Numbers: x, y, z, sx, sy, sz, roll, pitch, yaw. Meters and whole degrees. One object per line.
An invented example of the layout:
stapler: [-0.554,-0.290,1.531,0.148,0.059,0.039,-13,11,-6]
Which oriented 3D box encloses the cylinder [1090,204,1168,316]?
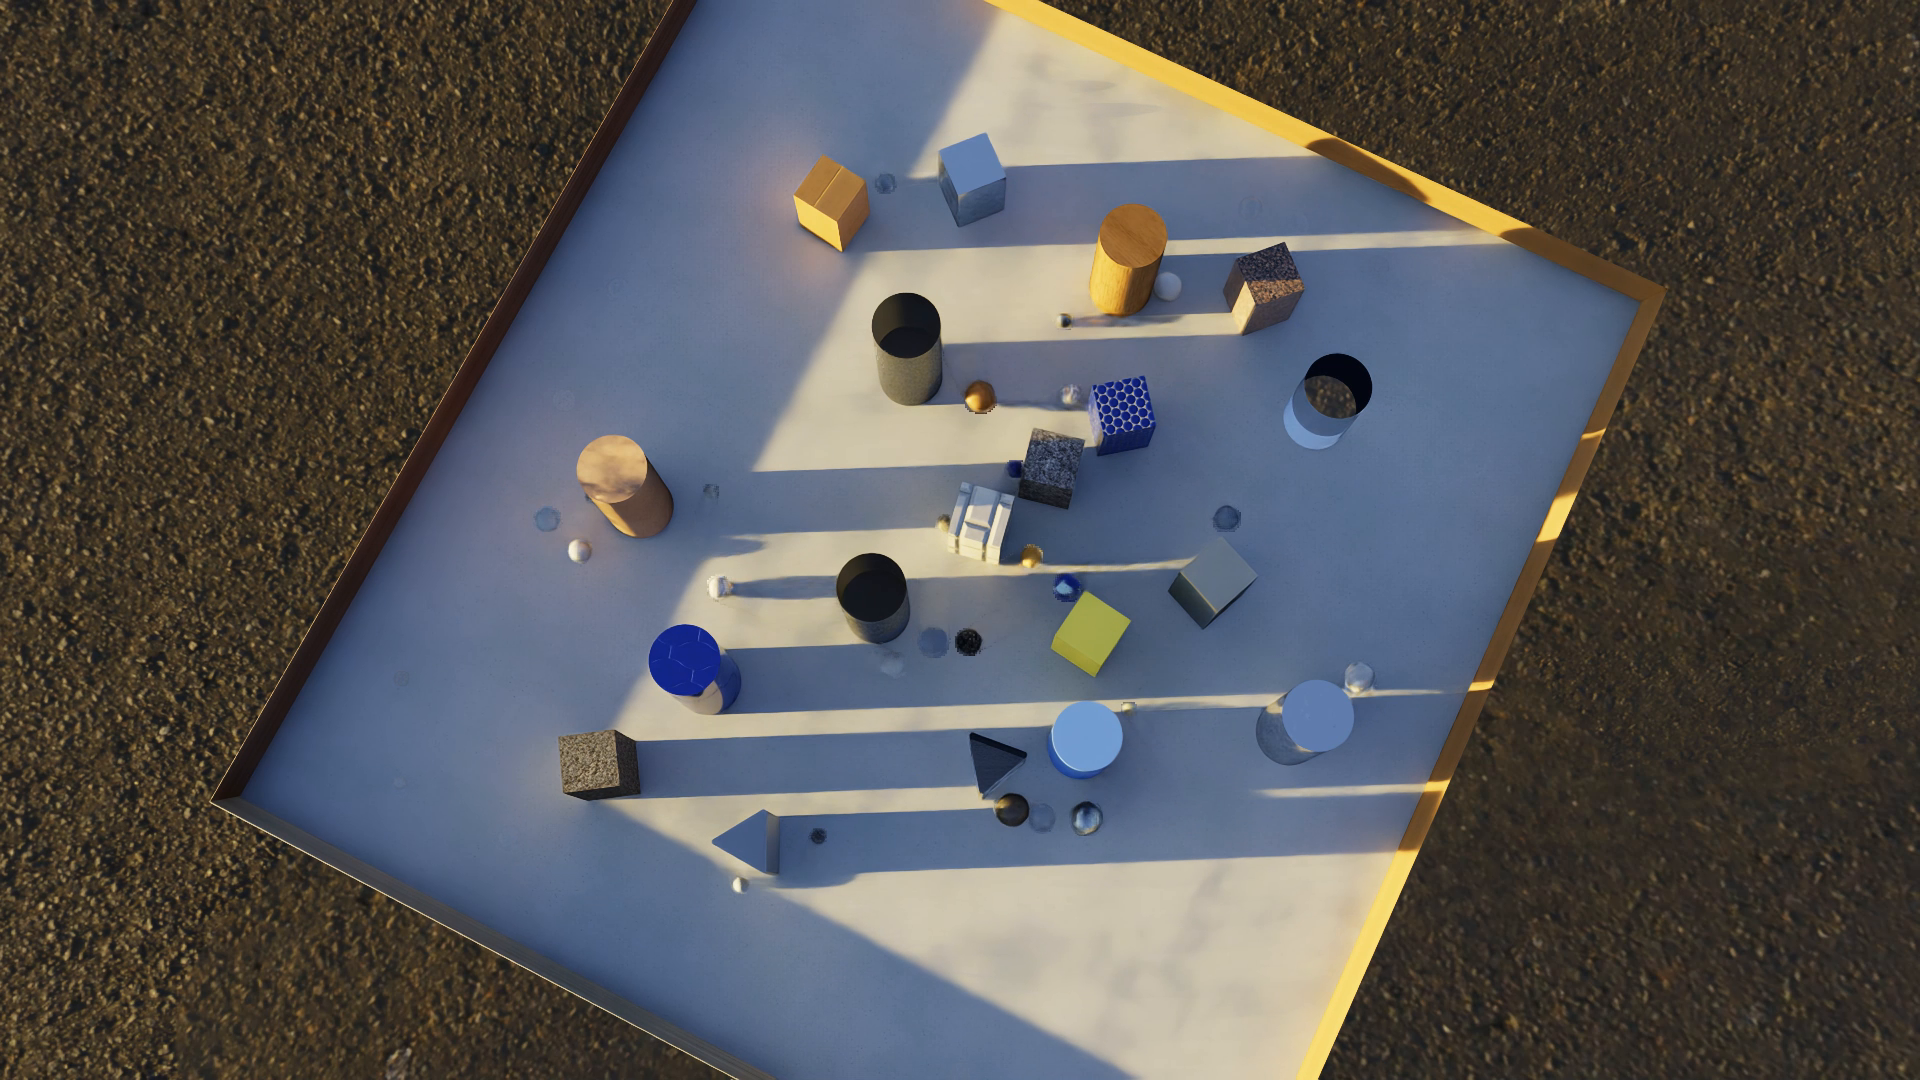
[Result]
cylinder: [0.506,-0.844,5.565,0.199,0.443,0.199,0,78,0]

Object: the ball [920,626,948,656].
ball: [-0.079,0.304,5.510,0.085,0.085,0.085,0,78,0]

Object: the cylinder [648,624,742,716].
cylinder: [-0.759,0.380,5.287,0.199,0.492,0.199,0,78,0]

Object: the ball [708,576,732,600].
ball: [-0.726,0.145,5.550,0.072,0.072,0.072,0,78,0]

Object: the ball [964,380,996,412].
ball: [0.062,-0.445,5.660,0.095,0.095,0.095,0,78,0]

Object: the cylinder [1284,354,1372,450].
cylinder: [1.104,-0.414,5.521,0.199,0.356,0.199,0,78,0]

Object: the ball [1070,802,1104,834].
ball: [0.373,0.819,5.398,0.096,0.096,0.096,0,78,0]

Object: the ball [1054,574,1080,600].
ball: [0.326,0.140,5.547,0.079,0.079,0.079,0,78,0]

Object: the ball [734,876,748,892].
ball: [-0.644,1.012,5.385,0.044,0.044,0.044,0,78,0]

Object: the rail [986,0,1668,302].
rail: [0.740,-1.442,5.848,3.204,0.129,0.045,26,80,5]

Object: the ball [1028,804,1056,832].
ball: [0.242,0.819,5.406,0.081,0.081,0.081,0,78,0]

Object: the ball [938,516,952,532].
ball: [-0.044,-0.050,5.602,0.049,0.049,0.049,0,78,0]

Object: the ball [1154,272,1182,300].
ball: [0.649,-0.795,5.737,0.087,0.087,0.087,0,78,0]

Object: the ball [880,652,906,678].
ball: [-0.202,0.373,5.499,0.079,0.079,0.079,0,78,0]

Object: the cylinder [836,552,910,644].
cylinder: [-0.250,0.175,5.369,0.199,0.414,0.199,0,78,0]

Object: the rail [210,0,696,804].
rail: [-1.412,-0.684,5.691,0.045,0.129,3.356,26,80,5]

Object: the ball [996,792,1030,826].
ball: [0.155,0.795,5.401,0.099,0.099,0.099,0,78,0]

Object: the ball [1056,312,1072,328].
ball: [0.325,-0.687,5.735,0.047,0.047,0.047,0,78,0]

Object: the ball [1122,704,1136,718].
ball: [0.506,0.510,5.490,0.041,0.041,0.041,0,78,0]

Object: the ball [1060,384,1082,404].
ball: [0.343,-0.452,5.676,0.067,0.067,0.067,0,78,0]

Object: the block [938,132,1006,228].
block: [0.037,-1.119,5.712,0.159,0.267,0.159,-22,79,-5]

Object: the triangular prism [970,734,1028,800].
triangular prism: [0.077,0.634,5.329,0.172,0.306,0.149,-39,81,-7]

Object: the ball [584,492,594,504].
ball: [-1.112,-0.144,5.609,0.074,0.074,0.074,0,78,0]

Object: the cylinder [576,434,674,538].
cylinder: [-0.980,-0.151,5.398,0.199,0.489,0.199,0,78,0]

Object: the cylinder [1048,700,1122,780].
cylinder: [0.361,0.585,5.335,0.199,0.314,0.199,0,78,0]

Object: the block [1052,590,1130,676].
block: [0.385,0.280,5.424,0.159,0.264,0.159,34,80,7]

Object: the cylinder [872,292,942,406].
cylinder: [-0.154,-0.564,5.481,0.199,0.494,0.199,0,78,0]

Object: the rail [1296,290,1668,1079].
rail: [1.412,0.698,5.405,0.045,0.129,3.356,26,80,5]

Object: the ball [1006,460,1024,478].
ball: [0.171,-0.216,5.634,0.053,0.053,0.053,0,78,0]

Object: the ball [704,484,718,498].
ball: [-0.765,-0.149,5.626,0.042,0.042,0.042,0,78,0]

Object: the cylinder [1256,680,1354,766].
cylinder: [0.986,0.530,5.271,0.199,0.463,0.199,0,78,0]

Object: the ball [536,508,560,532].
ball: [-1.259,-0.061,5.592,0.074,0.074,0.074,0,78,0]

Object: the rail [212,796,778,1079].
rail: [-0.740,1.456,5.248,3.204,0.129,0.045,26,80,5]

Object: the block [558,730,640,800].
block: [-1.040,0.655,5.305,0.159,0.346,0.159,-7,78,-2]

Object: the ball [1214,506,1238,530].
ball: [0.812,-0.067,5.592,0.075,0.075,0.075,0,78,0]

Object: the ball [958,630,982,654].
ball: [0.029,0.306,5.515,0.074,0.074,0.074,0,78,0]

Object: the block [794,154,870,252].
block: [-0.396,-1.045,5.700,0.159,0.259,0.159,33,80,6]

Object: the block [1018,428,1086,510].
block: [0.274,-0.214,5.531,0.159,0.255,0.159,14,79,3]

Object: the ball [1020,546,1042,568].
ball: [0.215,0.051,5.573,0.064,0.064,0.064,0,78,0]

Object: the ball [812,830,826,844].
ball: [-0.418,0.876,5.413,0.043,0.043,0.043,0,78,0]

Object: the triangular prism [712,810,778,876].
triangular prism: [-0.576,0.849,5.253,0.172,0.367,0.149,29,80,6]

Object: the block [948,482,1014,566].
block: [0.062,-0.046,5.484,0.159,0.278,0.159,16,79,3]

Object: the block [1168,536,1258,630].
block: [0.745,0.130,5.421,0.159,0.331,0.159,-41,81,-8]

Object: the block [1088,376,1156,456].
block: [0.488,-0.375,5.568,0.159,0.247,0.159,-11,79,-2]

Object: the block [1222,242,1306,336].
block: [0.930,-0.768,5.628,0.159,0.289,0.159,-20,79,-4]

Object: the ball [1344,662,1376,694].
ball: [1.196,0.412,5.484,0.092,0.092,0.092,0,78,0]

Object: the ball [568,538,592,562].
ball: [-1.156,0.032,5.574,0.071,0.071,0.071,0,78,0]

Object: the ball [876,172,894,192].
ball: [-0.238,-1.137,5.822,0.058,0.058,0.058,0,78,0]
